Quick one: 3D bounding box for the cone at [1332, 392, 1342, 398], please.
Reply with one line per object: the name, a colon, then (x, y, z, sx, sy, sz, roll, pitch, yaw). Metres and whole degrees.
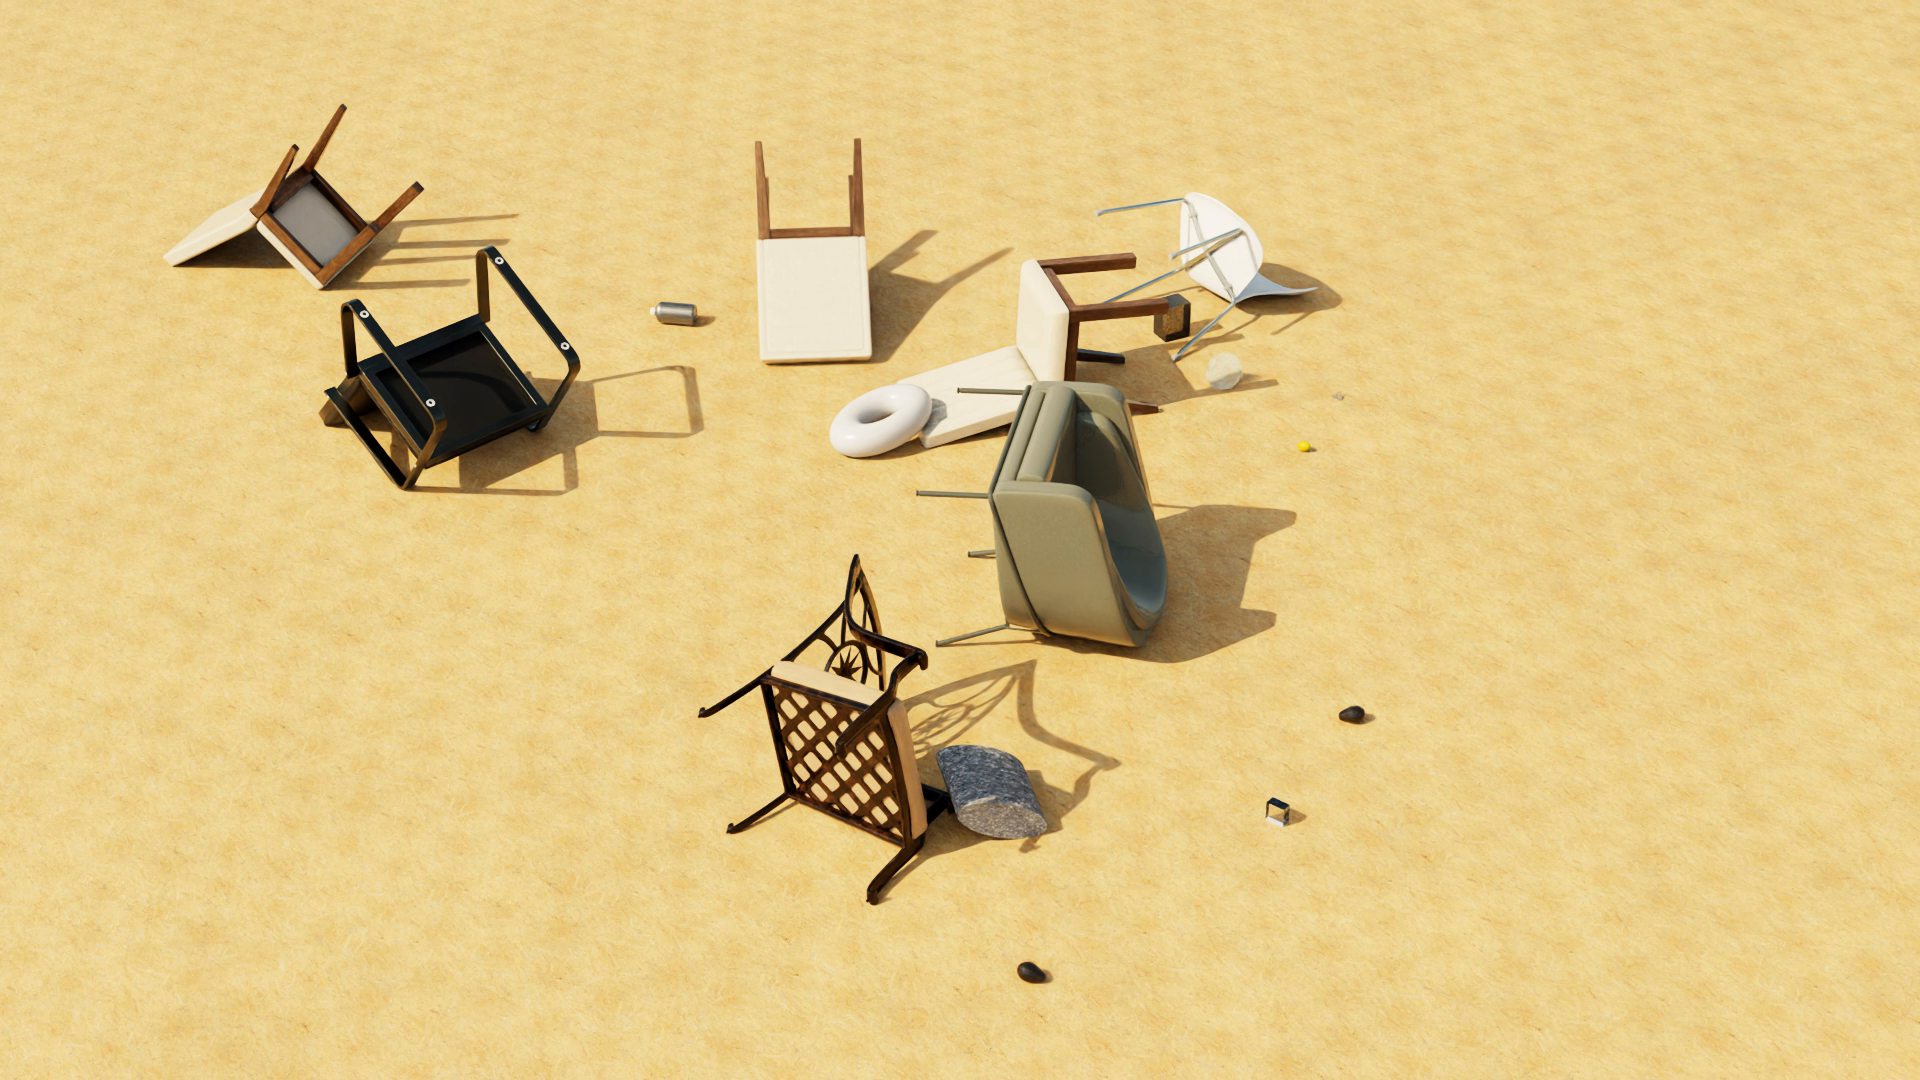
cone: (1.512, -0.580, 11.811, 0.039, 0.032, 0.045, -11, 23, 26)

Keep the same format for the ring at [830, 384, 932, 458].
ring: (-0.310, -0.470, 11.493, 0.448, 0.129, 0.312, -30, 40, -21)

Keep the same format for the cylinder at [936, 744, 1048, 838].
cylinder: (0.101, 0.818, 9.547, 0.319, 0.133, 0.314, 12, 28, -22)

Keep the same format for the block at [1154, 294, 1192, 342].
block: (0.883, -0.925, 12.206, 0.118, 0.157, 0.098, -17, 37, -23)

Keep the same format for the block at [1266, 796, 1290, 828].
block: (1.033, 0.885, 9.536, 0.067, 0.071, 0.037, 24, 40, 31)

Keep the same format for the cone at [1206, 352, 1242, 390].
cone: (1.067, -0.691, 11.929, 0.144, 0.158, 0.156, 28, 6, -3)
